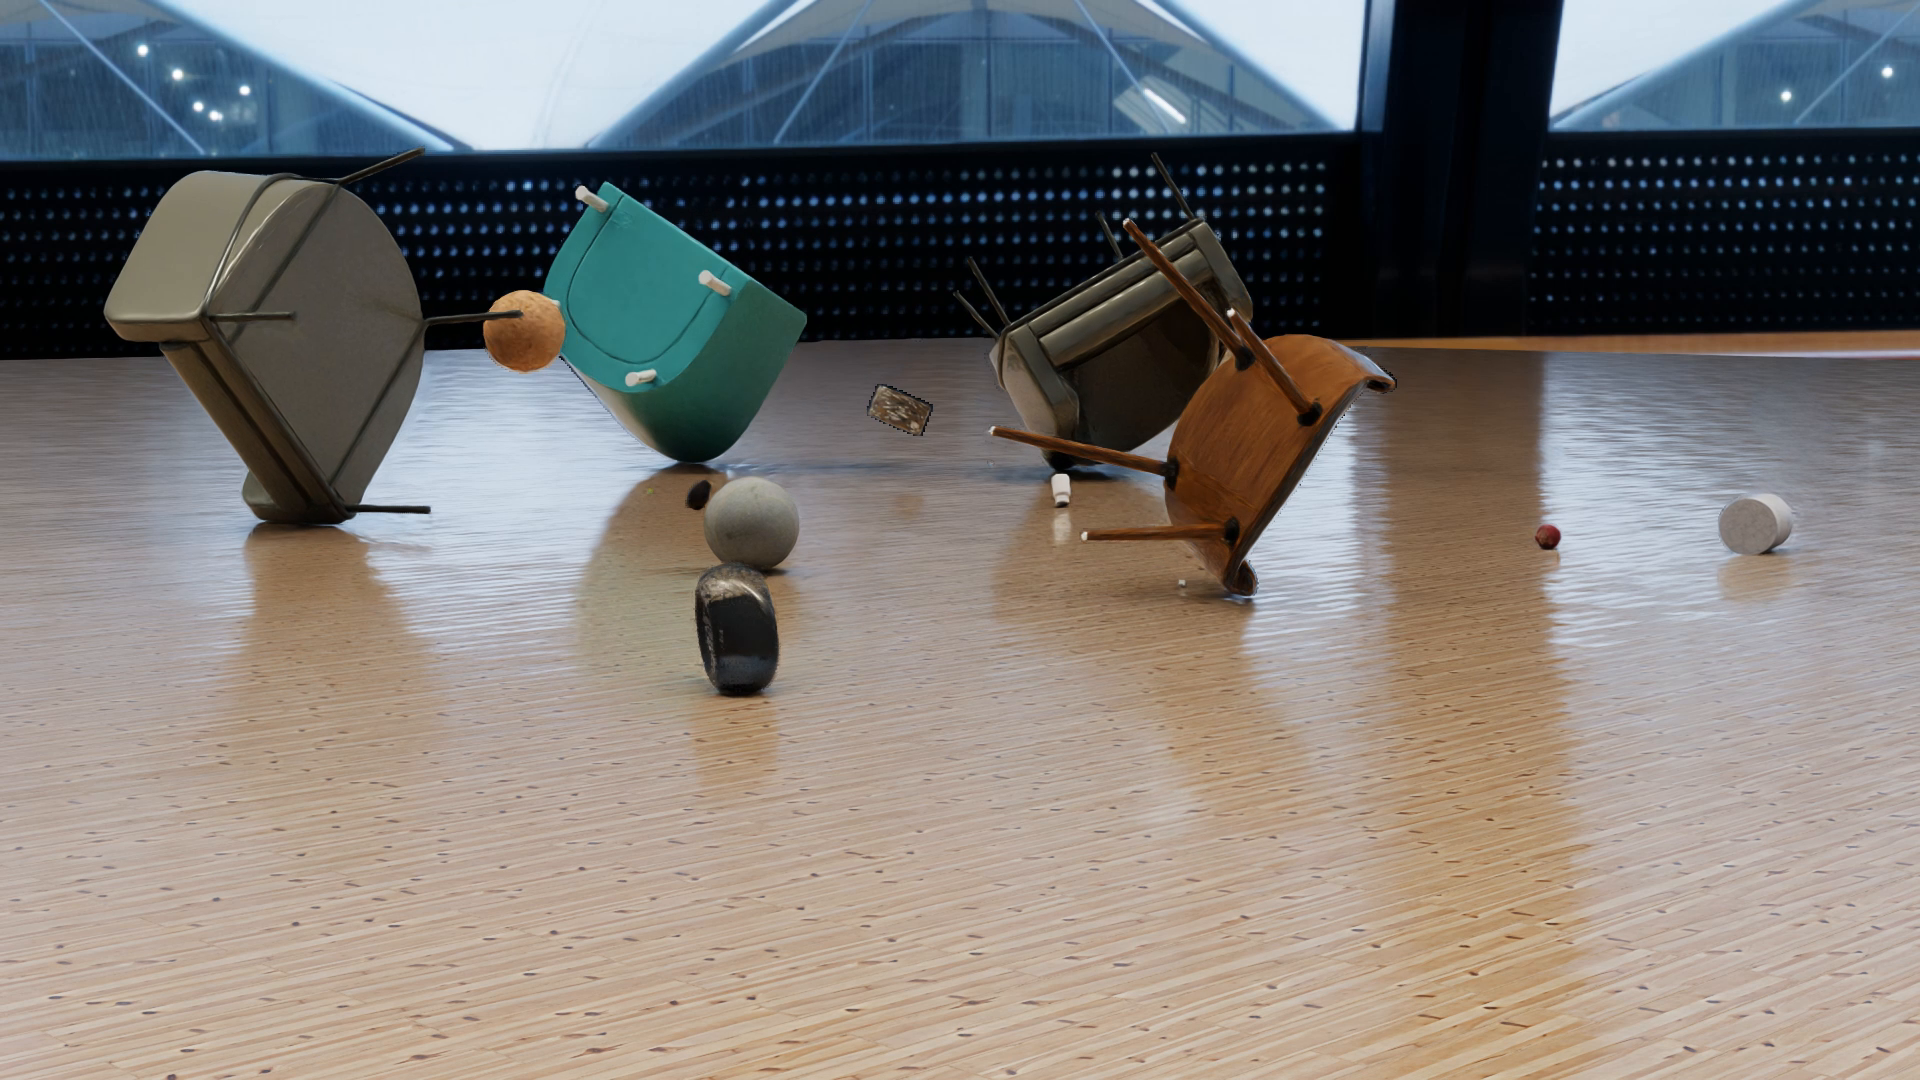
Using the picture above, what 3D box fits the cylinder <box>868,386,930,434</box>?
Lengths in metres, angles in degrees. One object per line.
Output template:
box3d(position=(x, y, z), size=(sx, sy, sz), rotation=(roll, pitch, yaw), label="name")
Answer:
box3d(position=(-0.210, -0.452, 8.936), size=(0.201, 0.105, 0.135), rotation=(23, 0, -20), label="cylinder")

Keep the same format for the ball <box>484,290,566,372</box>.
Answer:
box3d(position=(-1.224, -0.587, 7.204), size=(0.228, 0.228, 0.228), rotation=(0, 6, 0), label="ball")

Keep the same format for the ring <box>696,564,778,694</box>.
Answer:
box3d(position=(-0.355, 0.141, 4.081), size=(0.105, 0.212, 0.183), rotation=(-7, -14, -16), label="ring")

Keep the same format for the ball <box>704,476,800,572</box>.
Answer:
box3d(position=(-0.463, -0.035, 5.707), size=(0.213, 0.213, 0.213), rotation=(0, 6, 0), label="ball")

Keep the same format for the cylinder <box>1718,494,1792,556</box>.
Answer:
box3d(position=(1.899, -0.038, 6.120), size=(0.136, 0.136, 0.166), rotation=(-29, -9, 29), label="cylinder")
